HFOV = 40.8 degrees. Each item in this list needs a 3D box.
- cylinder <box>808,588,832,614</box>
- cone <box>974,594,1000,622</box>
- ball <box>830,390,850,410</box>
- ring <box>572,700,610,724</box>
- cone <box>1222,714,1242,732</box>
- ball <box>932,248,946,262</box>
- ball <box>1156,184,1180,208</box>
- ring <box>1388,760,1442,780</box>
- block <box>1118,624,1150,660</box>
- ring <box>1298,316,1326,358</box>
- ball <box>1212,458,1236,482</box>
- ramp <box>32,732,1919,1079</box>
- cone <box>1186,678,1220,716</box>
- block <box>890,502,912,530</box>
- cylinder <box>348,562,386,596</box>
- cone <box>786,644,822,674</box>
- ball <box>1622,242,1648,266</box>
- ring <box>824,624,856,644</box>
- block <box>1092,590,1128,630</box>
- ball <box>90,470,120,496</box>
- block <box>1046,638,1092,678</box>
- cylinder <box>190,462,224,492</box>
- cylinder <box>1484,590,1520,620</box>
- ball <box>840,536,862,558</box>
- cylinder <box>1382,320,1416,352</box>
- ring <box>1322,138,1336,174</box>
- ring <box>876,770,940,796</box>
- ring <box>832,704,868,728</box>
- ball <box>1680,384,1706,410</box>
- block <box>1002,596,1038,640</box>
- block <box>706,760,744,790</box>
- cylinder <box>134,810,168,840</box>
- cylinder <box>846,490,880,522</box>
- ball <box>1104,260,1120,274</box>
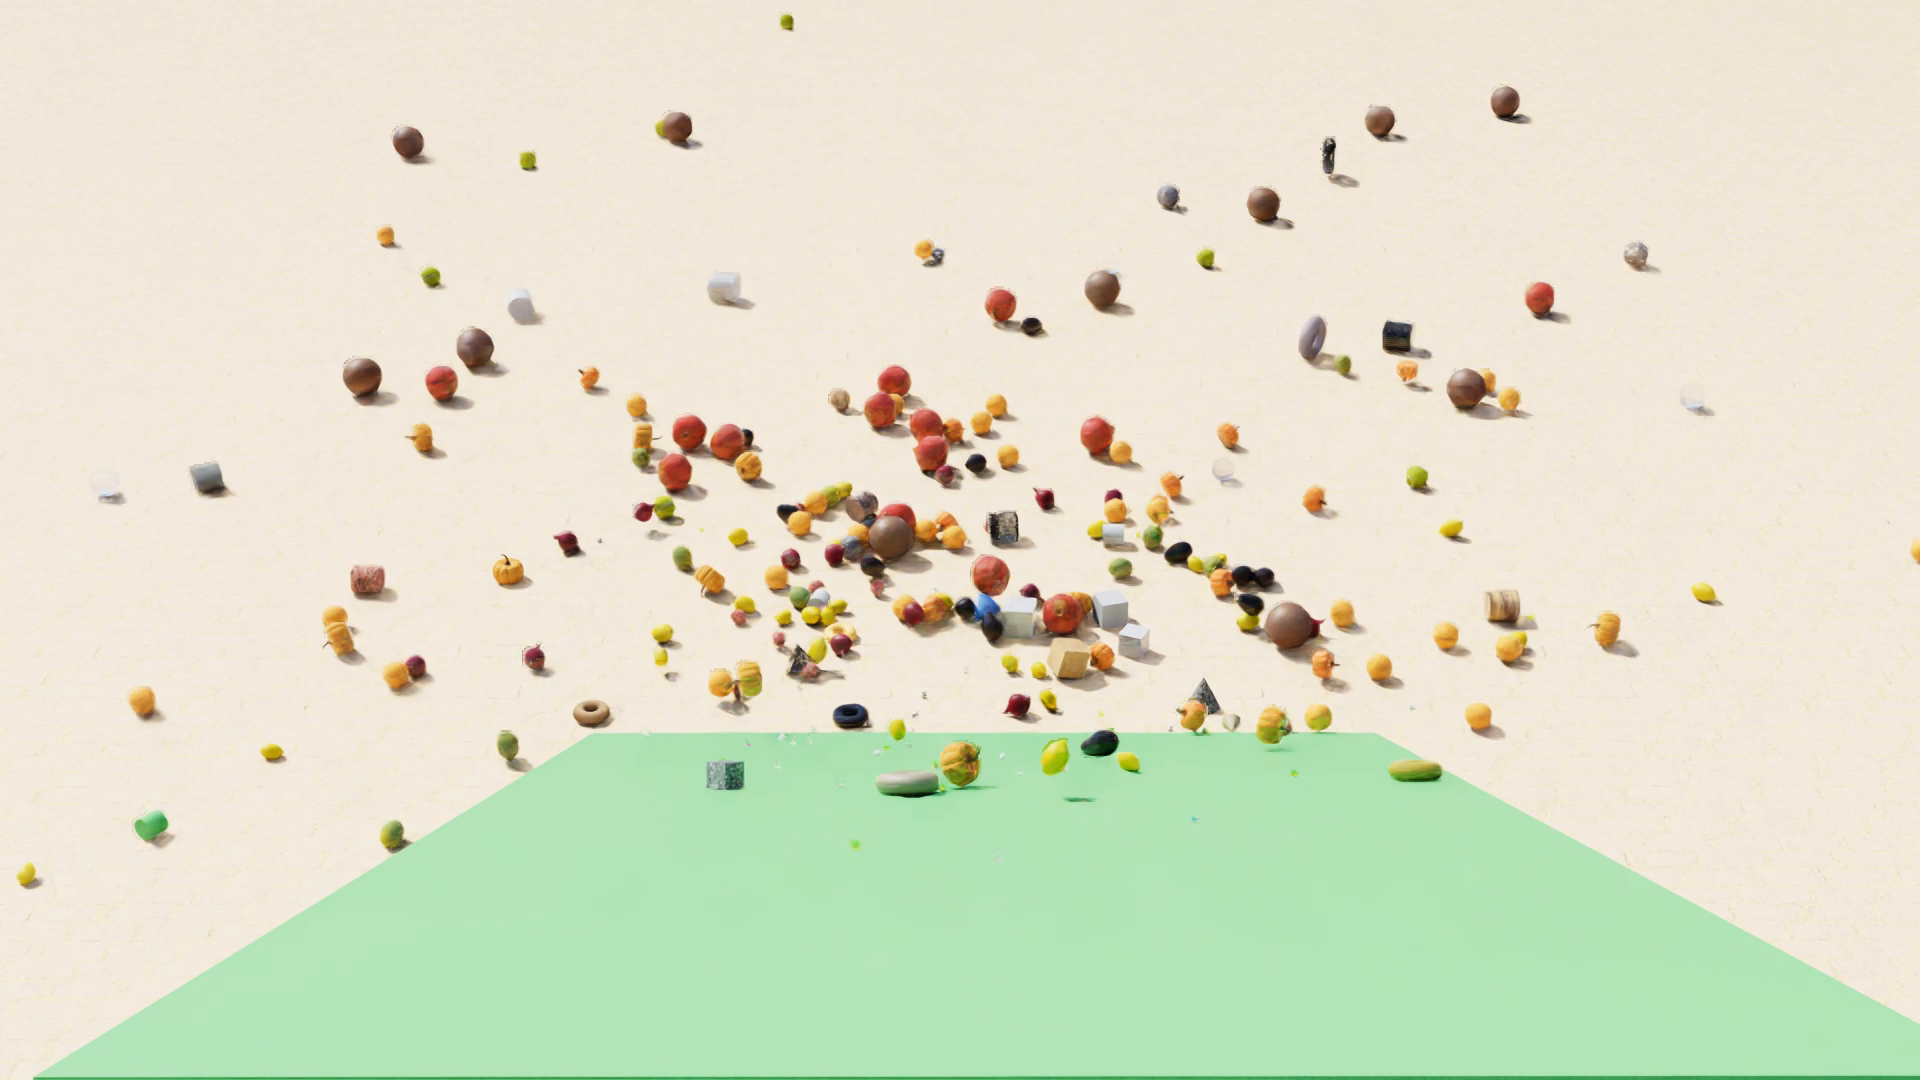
[{"bbox_3d":[-0.399,0.176,7.334,0.055,0.055,0.055,7,29,12],"label":"cylinder"},{"bbox_3d":[0.061,0.206,7.298,0.077,0.077,0.077,28,73,42],"label":"cone"},{"bbox_3d":[-0.394,-0.463,8.523,0.067,0.067,0.067,0,28,0],"label":"ball"},{"bbox_3d":[-0.975,0.455,6.832,0.098,0.033,0.098,0,27,0],"label":"ring"},{"bbox_3d":[0.698,0.481,6.633,0.052,0.052,0.052,1,24,1],"label":"cone"},{"bbox_3d":[-0.081,-1.070,9.684,0.050,0.050,0.050,0,28,0],"label":"ball"},{"bbox_3d":[0.819,-1.356,10.183,0.088,0.088,0.088,0,28,0],"label":"ball"},{"bbox_3d":[0.961,0.487,5.460,0.117,0.039,0.117,0,-1,0],"label":"ring"},{"bbox_3d":[0.480,0.280,7.125,0.066,0.066,0.066,13,30,22],"label":"block"},{"bbox_3d":[1.211,-0.695,8.874,0.050,0.150,0.150,20,34,28],"label":"ring"},{"bbox_3d":[0.821,-0.219,8.058,0.073,0.073,0.073,0,28,0],"label":"ball"},{"bbox_3d":[0.063,0.567,4.607,2.000,0.100,4.000,0,1,0],"label":"ramp"},{"bbox_3d":[0.647,0.403,6.867,0.092,0.092,0.092,0,28,0],"label":"cone"},{"bbox_3d":[-0.178,-0.072,7.798,0.057,0.057,0.057,5,28,9],"label":"block"},{"bbox_3d":[-1.703,0.114,7.426,0.077,0.077,0.077,22,31,6],"label":"cylinder"},{"bbox_3d":[-0.416,0.340,7.040,0.088,0.088,0.088,24,25,-13],"label":"cone"},{"bbox_3d":[2.519,-1.066,9.633,0.092,0.092,0.092,0,28,0],"label":"ball"},{"bbox_3d":[-0.334,0.261,7.199,0.092,0.031,0.092,-1,29,1],"label":"ring"},{"bbox_3d":[0.423,0.196,7.272,0.077,0.077,0.077,-9,29,-16],"label":"block"},{"bbox_3d":[-2.637,-0.176,7.965,0.084,0.084,0.084,0,28,0],"label":"ball"},{"bbox_3d":[0.295,0.320,7.015,0.079,0.079,0.079,6,24,-26],"label":"block"},{"bbox_3d":[-2.331,-0.193,8.001,0.078,0.078,0.078,-15,31,-25],"label":"cylinder"},{"bbox_3d":[1.528,0.185,7.285,0.083,0.083,0.083,-1,28,-1],"label":"cylinder"},{"bbox_3d":[-0.322,0.021,7.612,0.067,0.067,0.067,0,28,0],"label":"ball"},{"bbox_3d":[1.519,-0.707,8.950,0.097,0.097,0.097,9,29,17],"label":"cylinder"},{"bbox_3d":[1.493,-1.554,10.459,0.049,0.147,0.147,4,28,9],"label":"ring"},{"bbox_3d":[-0.106,0.488,5.194,0.129,0.043,0.129,0,-1,0],"label":"ring"},{"bbox_3d":[-0.290,0.464,6.816,0.098,0.033,0.098,-1,28,1],"label":"ring"},{"bbox_3d":[2.416,-0.471,8.523,0.081,0.081,0.081,0,28,0],"label":"ball"},{"bbox_3d":[0.167,0.217,7.222,0.086,0.086,0.086,4,28,8],"label":"block"},{"bbox_3d":[-0.481,0.482,5.295,0.054,0.054,0.054,1,1,39],"label":"block"},{"bbox_3d":[-1.985,0.700,6.341,0.057,0.057,0.057,17,30,28],"label":"cylinder"},{"bbox_3d":[-0.296,-0.102,7.837,0.073,0.073,0.073,21,38,34],"label":"cylinder"},{"bbox_3d":[0.564,-1.011,9.565,0.058,0.058,0.058,0,28,0],"label":"ball"}]
